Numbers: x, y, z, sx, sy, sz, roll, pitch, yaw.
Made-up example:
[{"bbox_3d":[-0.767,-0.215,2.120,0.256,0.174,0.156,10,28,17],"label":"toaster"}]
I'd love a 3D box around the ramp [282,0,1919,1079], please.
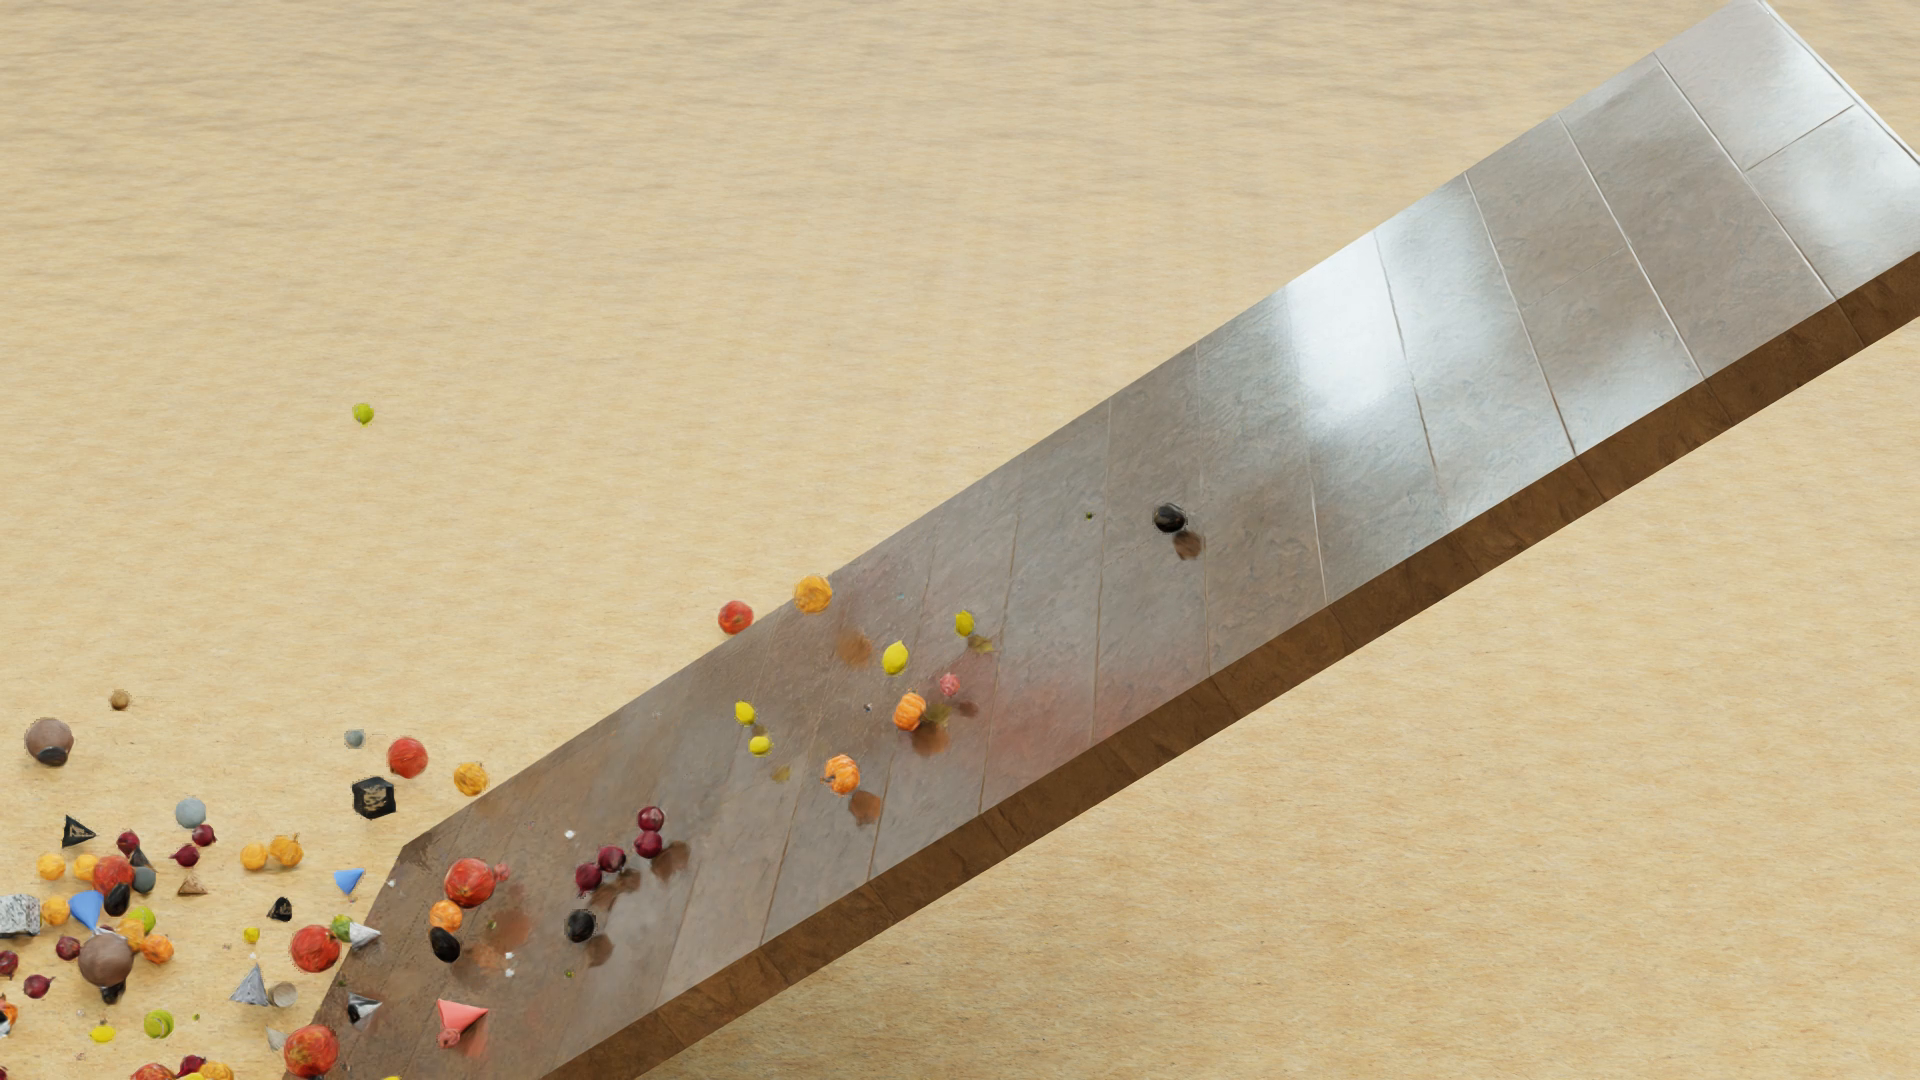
[{"bbox_3d":[0.136,0.174,6.305,4.000,0.100,2.000,-32,16,15],"label":"ramp"}]

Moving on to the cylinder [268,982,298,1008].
[{"bbox_3d":[-1.635,1.097,7.094,0.060,0.060,0.060,-12,-3,-28],"label":"cylinder"}]

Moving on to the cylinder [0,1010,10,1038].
[{"bbox_3d":[-2.211,1.110,6.685,0.073,0.073,0.073,-31,22,5],"label":"cylinder"}]

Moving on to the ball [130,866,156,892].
[{"bbox_3d":[-2.128,0.885,7.662,0.068,0.068,0.068,0,21,0],"label":"ball"}]

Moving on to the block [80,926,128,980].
[{"bbox_3d":[-2.103,1.016,7.230,0.083,0.083,0.083,21,54,-5],"label":"block"}]

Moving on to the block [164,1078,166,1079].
[{"bbox_3d":[-1.732,1.274,6.528,0.099,0.099,0.099,13,27,-10],"label":"block"}]

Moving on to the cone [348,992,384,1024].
[{"bbox_3d":[-1.344,1.056,6.669,0.074,0.074,0.074,-9,22,-1],"label":"cone"}]

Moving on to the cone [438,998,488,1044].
[{"bbox_3d":[-1.032,0.995,6.149,0.098,0.098,0.098,-12,24,-15],"label":"cone"}]

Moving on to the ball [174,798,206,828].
[{"bbox_3d":[-1.985,0.705,7.591,0.080,0.080,0.080,0,21,0],"label":"ball"}]

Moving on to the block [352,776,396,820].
[{"bbox_3d":[-1.589,0.699,7.975,0.080,0.080,0.080,-17,27,-41],"label":"block"}]

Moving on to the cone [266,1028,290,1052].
[{"bbox_3d":[-1.612,1.162,6.903,0.056,0.056,0.056,-35,15,11],"label":"cone"}]

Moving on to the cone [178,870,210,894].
[{"bbox_3d":[-1.984,0.906,7.656,0.072,0.072,0.072,27,22,-4],"label":"cone"}]

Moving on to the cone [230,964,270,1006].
[{"bbox_3d":[-1.697,1.064,7.066,0.099,0.099,0.099,8,-12,2],"label":"cone"}]

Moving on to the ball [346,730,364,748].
[{"bbox_3d":[-1.745,0.573,8.486,0.051,0.051,0.051,0,21,0],"label":"ball"}]

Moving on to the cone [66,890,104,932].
[{"bbox_3d":[-2.219,0.962,7.496,0.096,0.096,0.096,-11,50,-25],"label":"cone"}]

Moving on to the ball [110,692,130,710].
[{"bbox_3d":[-2.493,0.477,8.726,0.056,0.056,0.056,0,21,0],"label":"ball"}]

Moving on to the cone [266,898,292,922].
[{"bbox_3d":[-1.756,0.955,7.533,0.065,0.065,0.065,-20,12,26],"label":"cone"}]

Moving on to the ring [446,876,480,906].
[{"bbox_3d":[-1.175,0.833,6.966,0.092,0.031,0.092,-33,15,10],"label":"ring"}]

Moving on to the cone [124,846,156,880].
[{"bbox_3d":[-2.164,0.841,7.749,0.085,0.085,0.085,0,21,0],"label":"cone"}]

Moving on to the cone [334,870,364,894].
[{"bbox_3d":[-1.575,0.872,7.642,0.071,0.071,0.071,-31,18,12],"label":"cone"}]

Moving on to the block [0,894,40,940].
[{"bbox_3d":[-2.379,0.948,7.400,0.093,0.093,0.093,-7,-15,3],"label":"block"}]

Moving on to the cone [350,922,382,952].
[{"bbox_3d":[-1.442,0.961,7.165,0.072,0.072,0.072,-8,21,2],"label":"cone"}]
